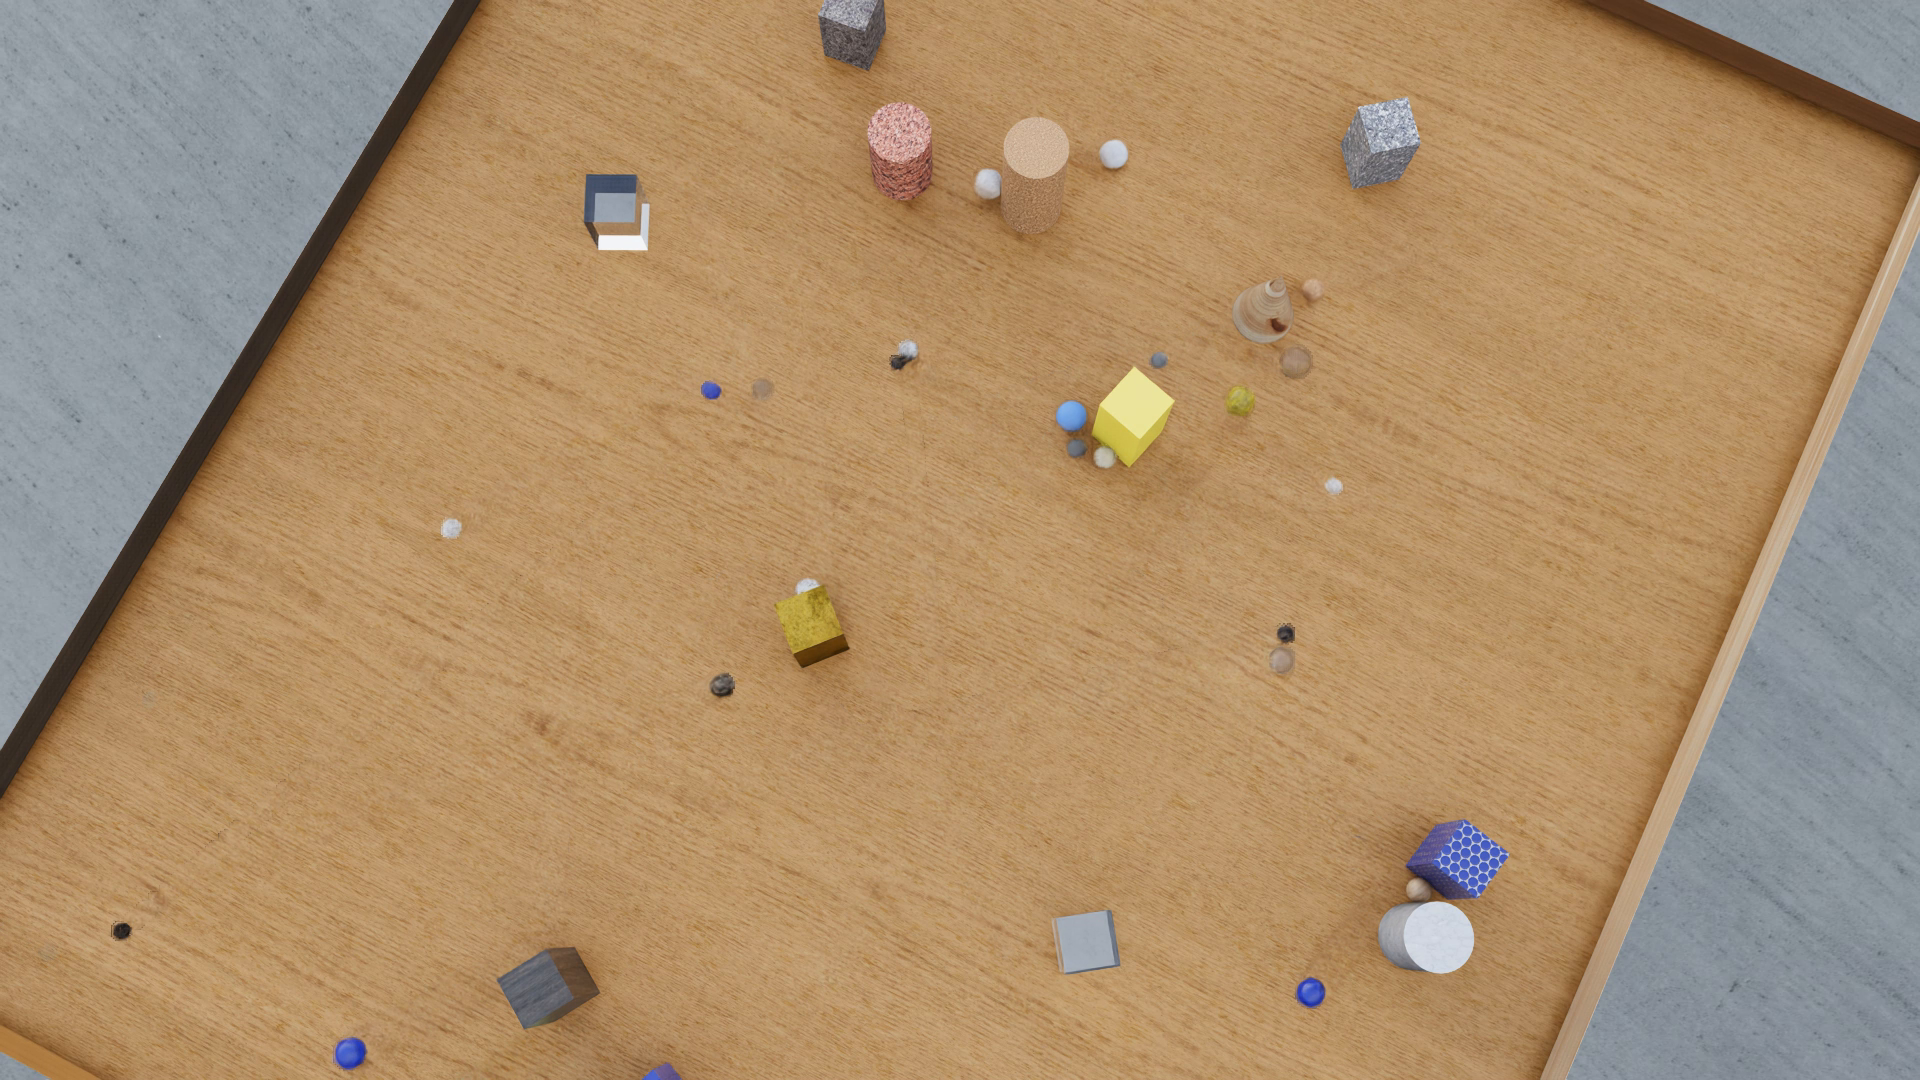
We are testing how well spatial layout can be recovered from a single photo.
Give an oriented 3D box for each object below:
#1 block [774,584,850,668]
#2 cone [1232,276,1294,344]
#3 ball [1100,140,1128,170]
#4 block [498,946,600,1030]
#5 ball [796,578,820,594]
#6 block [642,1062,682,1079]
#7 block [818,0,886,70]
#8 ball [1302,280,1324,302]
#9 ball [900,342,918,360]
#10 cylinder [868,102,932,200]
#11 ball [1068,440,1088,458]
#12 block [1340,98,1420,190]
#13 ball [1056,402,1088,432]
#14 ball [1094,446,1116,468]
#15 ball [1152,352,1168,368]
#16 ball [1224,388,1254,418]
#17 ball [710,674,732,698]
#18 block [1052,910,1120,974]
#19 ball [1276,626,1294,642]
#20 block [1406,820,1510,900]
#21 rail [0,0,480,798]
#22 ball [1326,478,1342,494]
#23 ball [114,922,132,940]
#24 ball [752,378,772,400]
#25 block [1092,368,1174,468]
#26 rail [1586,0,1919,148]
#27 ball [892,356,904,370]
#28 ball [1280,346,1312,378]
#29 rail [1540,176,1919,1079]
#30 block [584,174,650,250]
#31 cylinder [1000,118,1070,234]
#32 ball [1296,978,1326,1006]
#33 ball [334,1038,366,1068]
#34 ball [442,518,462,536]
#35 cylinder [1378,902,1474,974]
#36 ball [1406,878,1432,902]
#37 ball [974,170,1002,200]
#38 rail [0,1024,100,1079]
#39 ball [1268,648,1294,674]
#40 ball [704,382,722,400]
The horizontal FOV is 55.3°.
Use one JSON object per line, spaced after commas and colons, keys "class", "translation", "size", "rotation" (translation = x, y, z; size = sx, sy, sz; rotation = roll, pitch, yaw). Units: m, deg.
{"class": "block", "translation": [-0.435, 0.258, 5.405], "size": [0.155, 0.310, 0.155], "rotation": [-22, 79, -4]}
{"class": "cone", "translation": [0.953, -0.746, 5.589], "size": [0.194, 0.355, 0.194], "rotation": [0, 78, 0]}
{"class": "ball", "translation": [0.488, -1.225, 5.824], "size": [0.090, 0.090, 0.090], "rotation": [0, 78, 0]}
{"class": "block", "translation": [-1.155, 1.259, 5.166], "size": [0.155, 0.373, 0.155], "rotation": [-31, 80, -6]}
{"class": "ball", "translation": [-0.456, 0.154, 5.546], "size": [0.077, 0.077, 0.077], "rotation": [0, 78, 0]}
{"class": "block", "translation": [-0.852, 1.591, 5.149], "size": [0.155, 0.272, 0.155], "rotation": [-41, 81, -8]}
{"class": "block", "translation": [-0.340, -1.643, 5.819], "size": [0.155, 0.269, 0.155], "rotation": [20, 79, 4]}
{"class": "ball", "translation": [1.105, -0.783, 5.744], "size": [0.068, 0.068, 0.068], "rotation": [0, 78, 0]}
{"class": "ball", "translation": [-0.158, -0.588, 5.709], "size": [0.058, 0.058, 0.058], "rotation": [0, 78, 0]}
{"class": "cylinder", "translation": [-0.184, -1.208, 5.712], "size": [0.194, 0.303, 0.194], "rotation": [0, 78, 0]}
{"class": "ball", "translation": [0.363, -0.281, 5.645], "size": [0.058, 0.058, 0.058], "rotation": [0, 78, 0]}
{"class": "block", "translation": [1.312, -1.238, 5.730], "size": [0.155, 0.279, 0.155], "rotation": [-12, 79, -2]}
{"class": "ball", "translation": [0.344, -0.379, 5.647], "size": [0.095, 0.095, 0.095], "rotation": [0, 78, 0]}
{"class": "ball", "translation": [0.445, -0.254, 5.634], "size": [0.069, 0.069, 0.069], "rotation": [0, 78, 0]}
{"class": "ball", "translation": [0.623, -0.561, 5.706], "size": [0.051, 0.051, 0.051], "rotation": [0, 78, 0]}
{"class": "ball", "translation": [0.862, -0.425, 5.659], "size": [0.090, 0.090, 0.090], "rotation": [0, 78, 0]}
{"class": "ball", "translation": [-0.716, 0.436, 5.491], "size": [0.069, 0.069, 0.069], "rotation": [0, 78, 0]}
{"class": "block", "translation": [0.356, 1.145, 5.224], "size": [0.155, 0.304, 0.155], "rotation": [-9, 78, -2]}
{"class": "ball", "translation": [0.982, 0.284, 5.531], "size": [0.052, 0.052, 0.052], "rotation": [0, 78, 0]}
{"class": "block", "translation": [1.424, 0.920, 5.262], "size": [0.155, 0.321, 0.155], "rotation": [38, 81, 7]}
{"class": "rail", "translation": [-1.972, -0.959, 5.750], "size": [0.045, 0.126, 5.087], "rotation": [26, 80, 5]}
{"class": "ball", "translation": [1.147, -0.166, 5.626], "size": [0.048, 0.048, 0.048], "rotation": [0, 78, 0]}
{"class": "ball", "translation": [-2.448, 1.143, 5.356], "size": [0.048, 0.048, 0.048], "rotation": [0, 78, 0]}
{"class": "ball", "translation": [-0.613, -0.468, 5.681], "size": [0.064, 0.064, 0.064], "rotation": [0, 78, 0]}
{"class": "block", "translation": [0.517, -0.366, 5.517], "size": [0.155, 0.342, 0.155], "rotation": [41, 81, 8]}
{"class": "rail", "translation": [1.127, -2.201, 6.006], "size": [4.456, 0.126, 0.045], "rotation": [26, 80, 5]}
{"class": "ball", "translation": [-0.193, -0.551, 5.709], "size": [0.042, 0.042, 0.042], "rotation": [0, 78, 0]}
{"class": "ball", "translation": [1.039, -0.550, 5.681], "size": [0.097, 0.097, 0.097], "rotation": [0, 78, 0]}
{"class": "rail", "translation": [1.972, 0.972, 5.350], "size": [0.045, 0.126, 5.087], "rotation": [26, 80, 5]}
{"class": "block", "translation": [-1.067, -1.019, 5.707], "size": [0.155, 0.235, 0.155], "rotation": [0, 78, 0]}
{"class": "cylinder", "translation": [0.225, -1.110, 5.618], "size": [0.194, 0.447, 0.194], "rotation": [0, 78, 0]}
{"class": "ball", "translation": [1.016, 1.309, 5.304], "size": [0.082, 0.082, 0.082], "rotation": [0, 78, 0]}
{"class": "ball", "translation": [-1.752, 1.474, 5.267], "size": [0.087, 0.087, 0.087], "rotation": [0, 78, 0]}
{"class": "ball", "translation": [-1.551, -0.038, 5.596], "size": [0.055, 0.055, 0.055], "rotation": [0, 78, 0]}
{"class": "cylinder", "translation": [1.323, 1.130, 5.218], "size": [0.194, 0.322, 0.194], "rotation": [0, 78, 0]}
{"class": "ball", "translation": [1.344, 1.026, 5.367], "size": [0.074, 0.074, 0.074], "rotation": [0, 78, 0]}
{"class": "ball", "translation": [0.090, -1.126, 5.801], "size": [0.094, 0.094, 0.094], "rotation": [0, 78, 0]}
{"class": "rail", "translation": [-1.127, 2.214, 5.093], "size": [4.456, 0.126, 0.045], "rotation": [26, 80, 5]}
{"class": "ball", "translation": [0.965, 0.362, 5.503], "size": [0.076, 0.076, 0.076], "rotation": [0, 78, 0]}
{"class": "ball", "translation": [-0.767, -0.463, 5.685], "size": [0.054, 0.054, 0.054], "rotation": [0, 78, 0]}
